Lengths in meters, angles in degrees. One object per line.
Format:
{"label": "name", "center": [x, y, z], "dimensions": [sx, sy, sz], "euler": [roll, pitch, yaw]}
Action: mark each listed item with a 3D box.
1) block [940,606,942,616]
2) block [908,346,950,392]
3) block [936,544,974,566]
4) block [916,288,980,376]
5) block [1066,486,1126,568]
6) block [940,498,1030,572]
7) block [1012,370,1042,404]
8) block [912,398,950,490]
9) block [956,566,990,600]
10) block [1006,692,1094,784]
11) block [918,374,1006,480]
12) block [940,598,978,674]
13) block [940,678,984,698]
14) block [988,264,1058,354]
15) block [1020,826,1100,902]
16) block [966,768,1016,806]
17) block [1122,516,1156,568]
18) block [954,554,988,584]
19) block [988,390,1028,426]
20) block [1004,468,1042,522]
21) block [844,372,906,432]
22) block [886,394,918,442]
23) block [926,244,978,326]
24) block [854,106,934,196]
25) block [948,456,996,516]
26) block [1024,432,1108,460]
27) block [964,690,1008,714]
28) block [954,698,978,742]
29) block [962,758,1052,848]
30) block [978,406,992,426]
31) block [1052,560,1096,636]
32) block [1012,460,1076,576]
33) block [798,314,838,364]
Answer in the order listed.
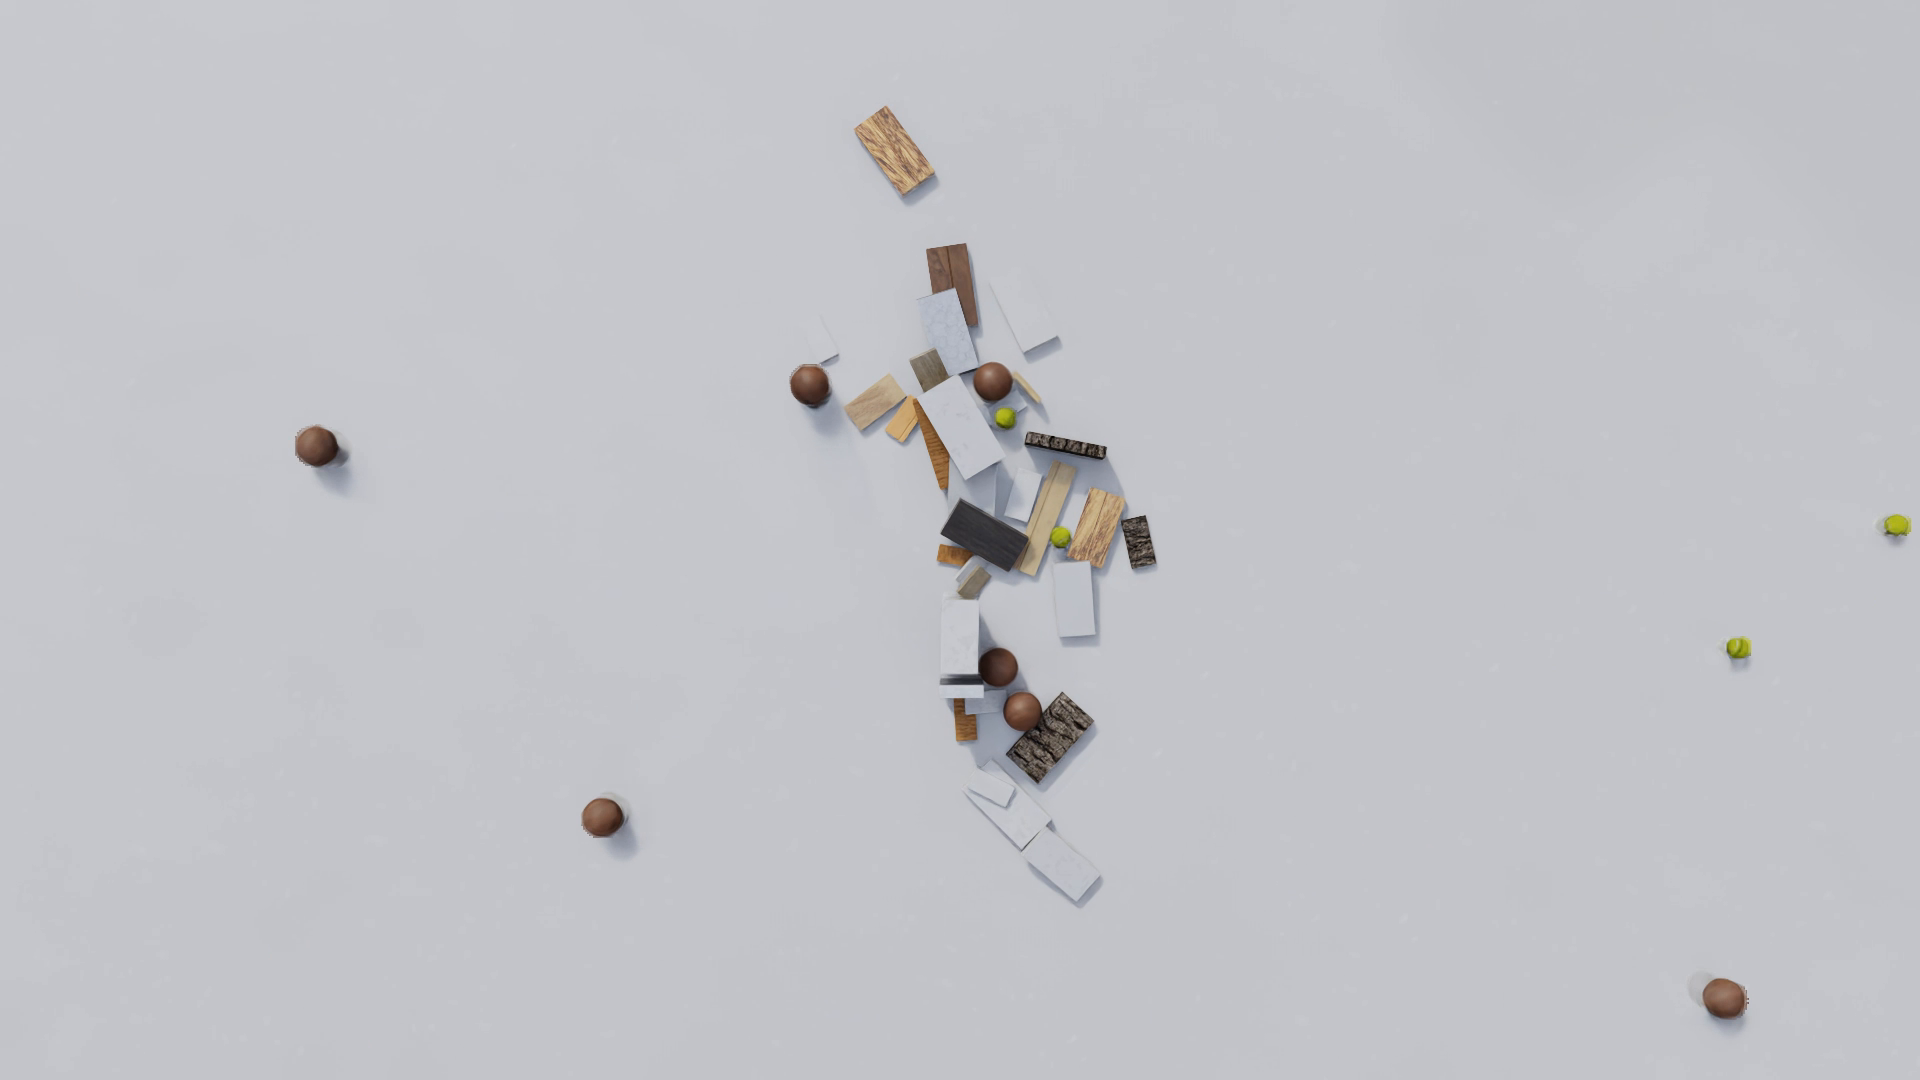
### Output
{"label": "block", "center": [-0.002, 0.230, 5.382], "dimensions": [0.118, 0.236, 0.033], "euler": [1, 89, 0]}
{"label": "block", "center": [-0.085, -0.530, 5.447], "dimensions": [0.096, 0.027, 0.193], "euler": [-24, 112, 5]}
{"label": "block", "center": [-0.017, 0.052, 5.492], "dimensions": [0.115, 0.016, 0.058], "euler": [11, 90, 0]}
{"label": "block", "center": [-0.041, -0.683, 5.446], "dimensions": [0.135, 0.038, 0.271], "euler": [-17, 104, 2]}
{"label": "block", "center": [0.453, -0.041, 5.483], "dimensions": [0.122, 0.035, 0.244], "euler": [19, 90, 0]}
{"label": "block", "center": [0.080, -0.016, 5.434], "dimensions": [0.263, 0.037, 0.131], "euler": [29, 103, -9]}
{"label": "block", "center": [0.221, -0.506, 5.468], "dimensions": [0.018, 0.064, 0.129], "euler": [-42, 90, 0]}
{"label": "block", "center": [-0.036, -0.335, 5.427], "dimensions": [0.154, 0.044, 0.309], "euler": [-16, 108, 4]}
{"label": "block", "center": [0.046, 0.145, 5.479], "dimensions": [0.058, 0.016, 0.115], "euler": [40, 90, -28]}
{"label": "block", "center": [0.298, 0.657, 5.480], "dimensions": [0.140, 0.040, 0.281], "euler": [42, 90, 0]}
{"label": "block", "center": [0.004, -0.366, 5.342], "dimensions": [0.154, 0.044, 0.309], "euler": [-31, 95, 1]}
{"label": "block", "center": [-0.001, 0.307, 5.247], "dimensions": [0.118, 0.033, 0.236], "euler": [1, 90, 0]}
{"label": "block", "center": [0.005, 0.480, 5.360], "dimensions": [0.140, 0.281, 0.040], "euler": [0, 90, 0]}
{"label": "block", "center": [0.211, -0.769, 5.481], "dimensions": [0.131, 0.037, 0.263], "euler": [-26, 90, 0]}
{"label": "block", "center": [0.334, 1.072, 5.463], "dimensions": [0.244, 0.035, 0.122], "euler": [42, 90, -9]}
{"label": "block", "center": [0.102, 0.815, 5.450], "dimensions": [0.142, 0.020, 0.071], "euler": [27, 90, 0]}
{"label": "block", "center": [0.595, 0.006, 5.488], "dimensions": [0.082, 0.023, 0.165], "euler": [-12, 90, 0]}
{"label": "block", "center": [0.037, 0.101, 5.479], "dimensions": [0.058, 0.016, 0.115], "euler": [40, 90, -28]}
{"label": "block", "center": [0.153, -0.438, 5.491], "dimensions": [0.129, 0.018, 0.064], "euler": [-34, 90, 0]}
{"label": "block", "center": [0.210, -0.149, 5.488], "dimensions": [0.082, 0.023, 0.165], "euler": [17, 90, 0]}
{"label": "block", "center": [-0.282, -0.459, 5.486], "dimensions": [0.193, 0.027, 0.096], "euler": [-37, 90, 0]}
{"label": "block", "center": [-0.179, -0.404, 5.490], "dimensions": [0.073, 0.021, 0.147], "euler": [35, 90, 0]}
{"label": "block", "center": [-0.026, -0.840, 5.481], "dimensions": [0.135, 0.038, 0.271], "euler": [-9, 90, 0]}
{"label": "block", "center": [-0.218, -1.292, 5.481], "dimensions": [0.135, 0.038, 0.271], "euler": [-36, 90, 0]}
{"label": "block", "center": [0.038, -0.159, 5.434], "dimensions": [0.154, 0.044, 0.309], "euler": [1, 106, -2]}
{"label": "block", "center": [0.347, -0.311, 5.434], "dimensions": [0.263, 0.131, 0.037], "euler": [11, 90, 0]}
{"label": "block", "center": [0.085, 0.538, 5.476], "dimensions": [0.142, 0.020, 0.071], "euler": [-4, 90, -11]}
{"label": "block", "center": [0.018, 0.595, 5.490], "dimensions": [0.071, 0.020, 0.142], "euler": [-3, 90, 0]}
{"label": "block", "center": [0.154, 0.875, 5.480], "dimensions": [0.281, 0.040, 0.140], "euler": [45, 90, 0]}
{"label": "block", "center": [0.038, -0.392, 5.450], "dimensions": [0.129, 0.018, 0.064], "euler": [-21, 108, -1]}
{"label": "block", "center": [0.378, 0.194, 5.465], "dimensions": [0.122, 0.035, 0.244], "euler": [-4, 97, 3]}
{"label": "block", "center": [0.280, -0.073, 5.488], "dimensions": [0.082, 0.023, 0.386], "euler": [21, 90, 0]}
{"label": "block", "center": [-0.471, -0.668, 5.490], "dimensions": [0.073, 0.021, 0.147], "euler": [-28, 90, 0]}
